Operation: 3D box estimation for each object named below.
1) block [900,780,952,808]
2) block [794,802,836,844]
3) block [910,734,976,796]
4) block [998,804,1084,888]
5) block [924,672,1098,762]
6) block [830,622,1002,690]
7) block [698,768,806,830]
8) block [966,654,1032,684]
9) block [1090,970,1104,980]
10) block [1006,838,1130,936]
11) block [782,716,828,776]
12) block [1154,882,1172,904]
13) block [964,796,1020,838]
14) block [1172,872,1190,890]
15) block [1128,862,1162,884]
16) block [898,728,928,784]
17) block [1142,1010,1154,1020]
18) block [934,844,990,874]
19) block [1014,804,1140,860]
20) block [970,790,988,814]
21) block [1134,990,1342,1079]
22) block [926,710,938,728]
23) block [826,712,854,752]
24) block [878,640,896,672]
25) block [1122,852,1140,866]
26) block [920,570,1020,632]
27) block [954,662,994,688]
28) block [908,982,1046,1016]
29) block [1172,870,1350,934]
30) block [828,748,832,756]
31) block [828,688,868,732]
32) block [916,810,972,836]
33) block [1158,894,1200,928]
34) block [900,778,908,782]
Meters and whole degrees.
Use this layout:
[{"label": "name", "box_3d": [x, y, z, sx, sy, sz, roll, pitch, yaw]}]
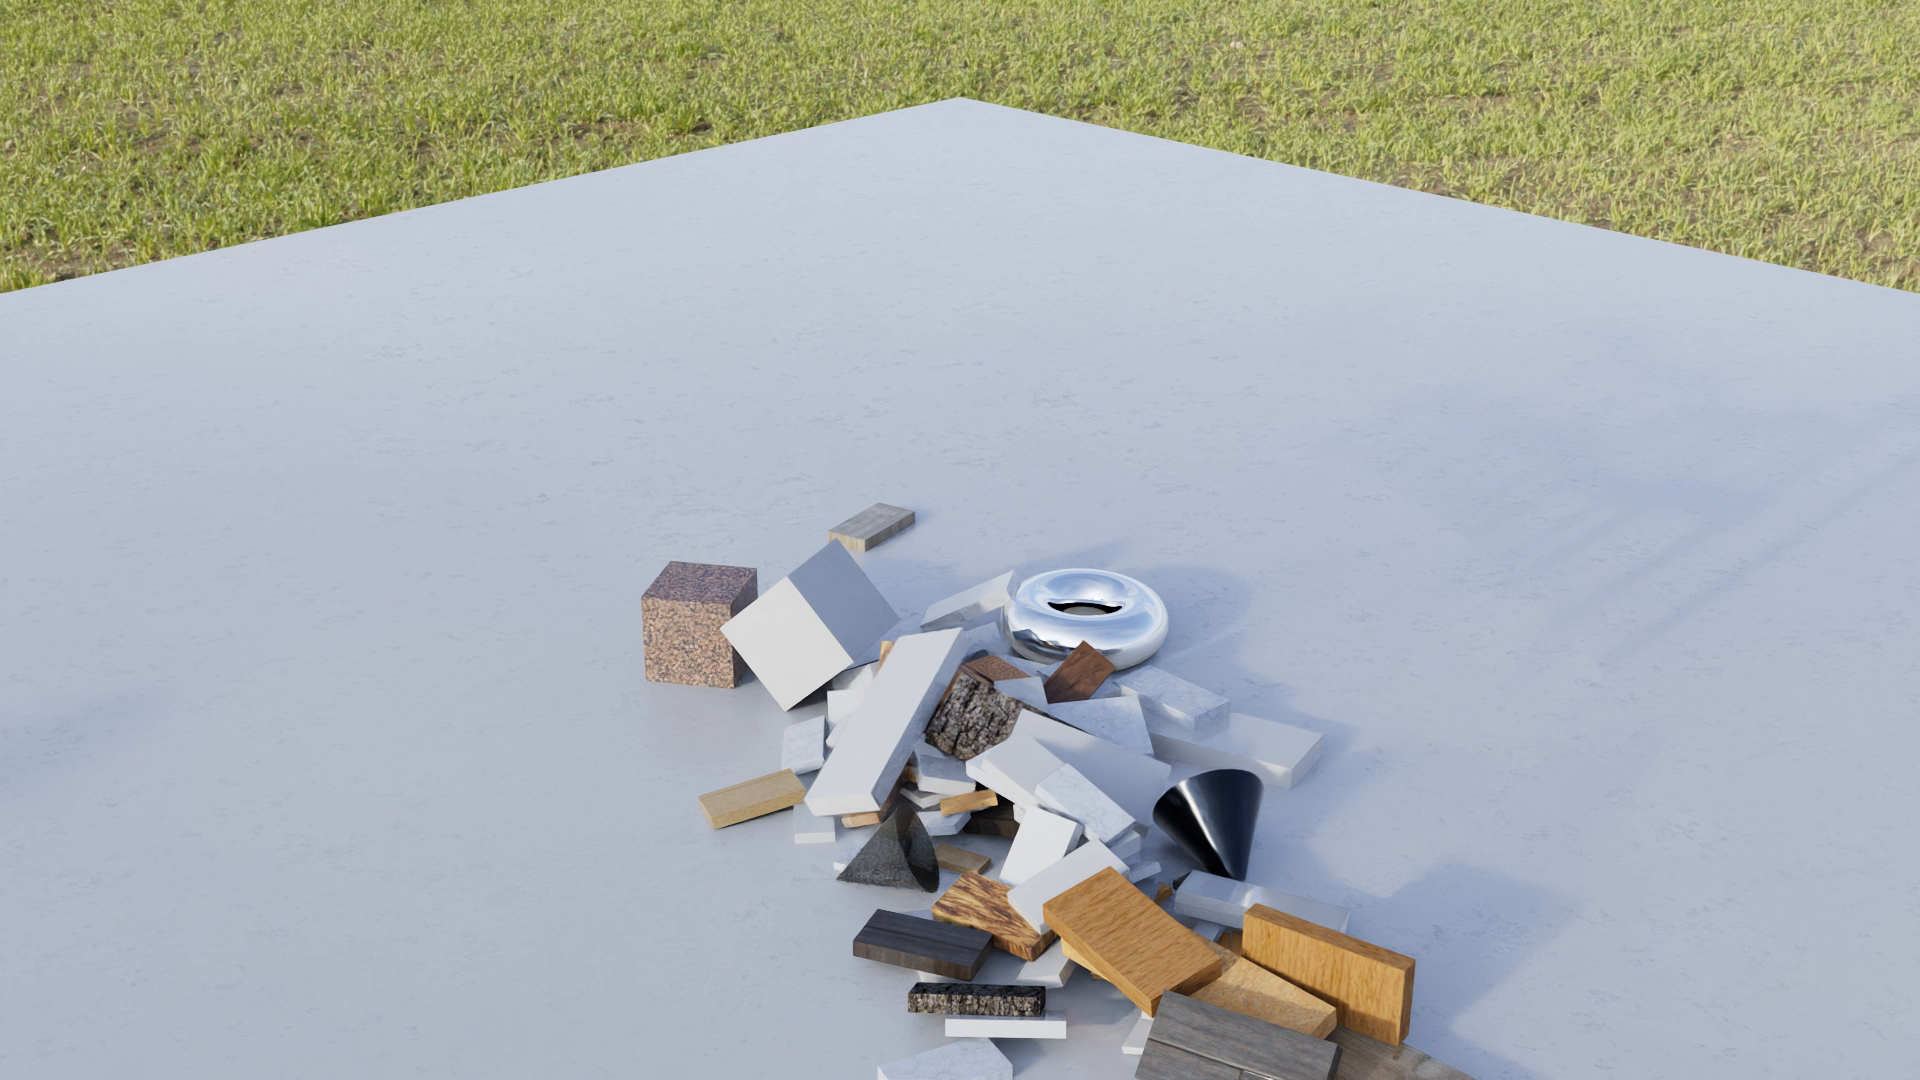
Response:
[{"label": "block", "box_3d": [-0.069, 0.511, 4.476, 0.070, 0.020, 0.140, -15, 12, -19]}, {"label": "block", "box_3d": [-0.293, 0.558, 4.417, 0.079, 0.022, 0.158, -2, 23, -5]}, {"label": "block", "box_3d": [-0.041, 0.457, 4.485, 0.110, 0.031, 0.221, 10, 17, -13]}, {"label": "block", "box_3d": [0.137, 0.613, 4.073, 0.110, 0.220, 0.031, 17, -10, 35]}, {"label": "block", "box_3d": [0.110, 0.411, 4.502, 0.324, 0.046, 0.162, 25, 53, 10]}, {"label": "block", "box_3d": [-0.099, 0.268, 4.961, 0.354, 0.050, 0.177, -17, -1, -35]}, {"label": "block", "box_3d": [-0.420, 0.524, 4.458, 0.200, 0.028, 0.100, -16, 25, -18]}, {"label": "block", "box_3d": [0.090, 0.303, 4.890, 0.080, 0.023, 0.160, -17, 28, -34]}, {"label": "block", "box_3d": [0.302, 0.741, 3.918, 0.138, 0.020, 0.069, -16, 27, 16]}, {"label": "block", "box_3d": [0.197, 0.627, 3.984, 0.203, 0.029, 0.101, -29, 42, -21]}, {"label": "block", "box_3d": [-0.328, 0.438, 4.661, 0.091, 0.026, 0.183, -17, 23, 5]}, {"label": "block", "box_3d": [0.337, 0.659, 4.151, 0.061, 0.017, 0.121, -25, 23, -33]}, {"label": "block", "box_3d": [0.130, 0.547, 4.339, 0.237, 0.034, 0.118, -3, 15, 43]}, {"label": "block", "box_3d": [0.468, 0.667, 4.167, 0.061, 0.017, 0.121, -18, 29, -37]}, {"label": "block", "box_3d": [0.318, 0.625, 4.131, 0.066, 0.019, 0.131, -19, -1, -23]}, {"label": "block", "box_3d": [-0.096, 0.445, 4.591, 0.110, 0.031, 0.221, 16, 17, 9]}, {"label": "block", "box_3d": [0.349, 0.794, 3.788, 0.048, 0.014, 0.096, 9, 28, 16]}, {"label": "block", "box_3d": [-0.002, 0.623, 4.273, 0.112, 0.016, 0.056, 12, 26, 26]}, {"label": "block", "box_3d": [0.221, 0.544, 4.169, 0.118, 0.034, 0.237, -21, 32, -30]}, {"label": "block", "box_3d": [0.001, 0.524, 4.447, 0.070, 0.020, 0.140, -14, 12, -15]}, {"label": "block", "box_3d": [0.452, 0.852, 3.577, 0.304, 0.152, 0.043, 13, -19, 27]}, {"label": "block", "box_3d": [-0.038, 0.384, 4.752, 0.160, 0.080, 0.023, 17, -3, 34]}, {"label": "block", "box_3d": [-0.174, 0.390, 4.619, 0.202, 0.029, 0.101, -13, 24, 27]}, {"label": "block", "box_3d": [-0.129, 0.322, 4.770, 0.099, 0.199, 0.028, 4, -12, 7]}, {"label": "block", "box_3d": [0.278, 0.620, 4.194, 0.066, 0.019, 0.131, -19, -1, -37]}, {"label": "block", "box_3d": [0.024, 0.151, 5.223, 0.236, 0.033, 0.118, -23, 16, 20]}, {"label": "block", "box_3d": [0.055, 0.361, 4.782, 0.265, 0.031, 0.110, 35, 39, 30]}, {"label": "block", "box_3d": [0.030, 0.791, 3.788, 0.226, 0.032, 0.113, 0, -1, 7]}, {"label": "block", "box_3d": [0.553, 0.678, 4.027, 0.299, 0.042, 0.149, 12, 9, 16]}, {"label": "block", "box_3d": [-0.229, 0.462, 4.597, 0.099, 0.028, 0.199, -18, 23, 4]}, {"label": "block", "box_3d": [-0.183, 0.371, 4.736, 0.199, 0.099, 0.028, -4, -13, 5]}, {"label": "block", "box_3d": [-0.056, 0.562, 4.358, 0.140, 0.020, 0.070, -8, 17, 29]}, {"label": "block", "box_3d": [0.414, 0.691, 4.111, 0.121, 0.017, 0.061, 13, 26, 29]}, {"label": "block", "box_3d": [-0.115, 0.464, 4.640, 0.079, 0.022, 0.157, -10, 25, -22]}]
